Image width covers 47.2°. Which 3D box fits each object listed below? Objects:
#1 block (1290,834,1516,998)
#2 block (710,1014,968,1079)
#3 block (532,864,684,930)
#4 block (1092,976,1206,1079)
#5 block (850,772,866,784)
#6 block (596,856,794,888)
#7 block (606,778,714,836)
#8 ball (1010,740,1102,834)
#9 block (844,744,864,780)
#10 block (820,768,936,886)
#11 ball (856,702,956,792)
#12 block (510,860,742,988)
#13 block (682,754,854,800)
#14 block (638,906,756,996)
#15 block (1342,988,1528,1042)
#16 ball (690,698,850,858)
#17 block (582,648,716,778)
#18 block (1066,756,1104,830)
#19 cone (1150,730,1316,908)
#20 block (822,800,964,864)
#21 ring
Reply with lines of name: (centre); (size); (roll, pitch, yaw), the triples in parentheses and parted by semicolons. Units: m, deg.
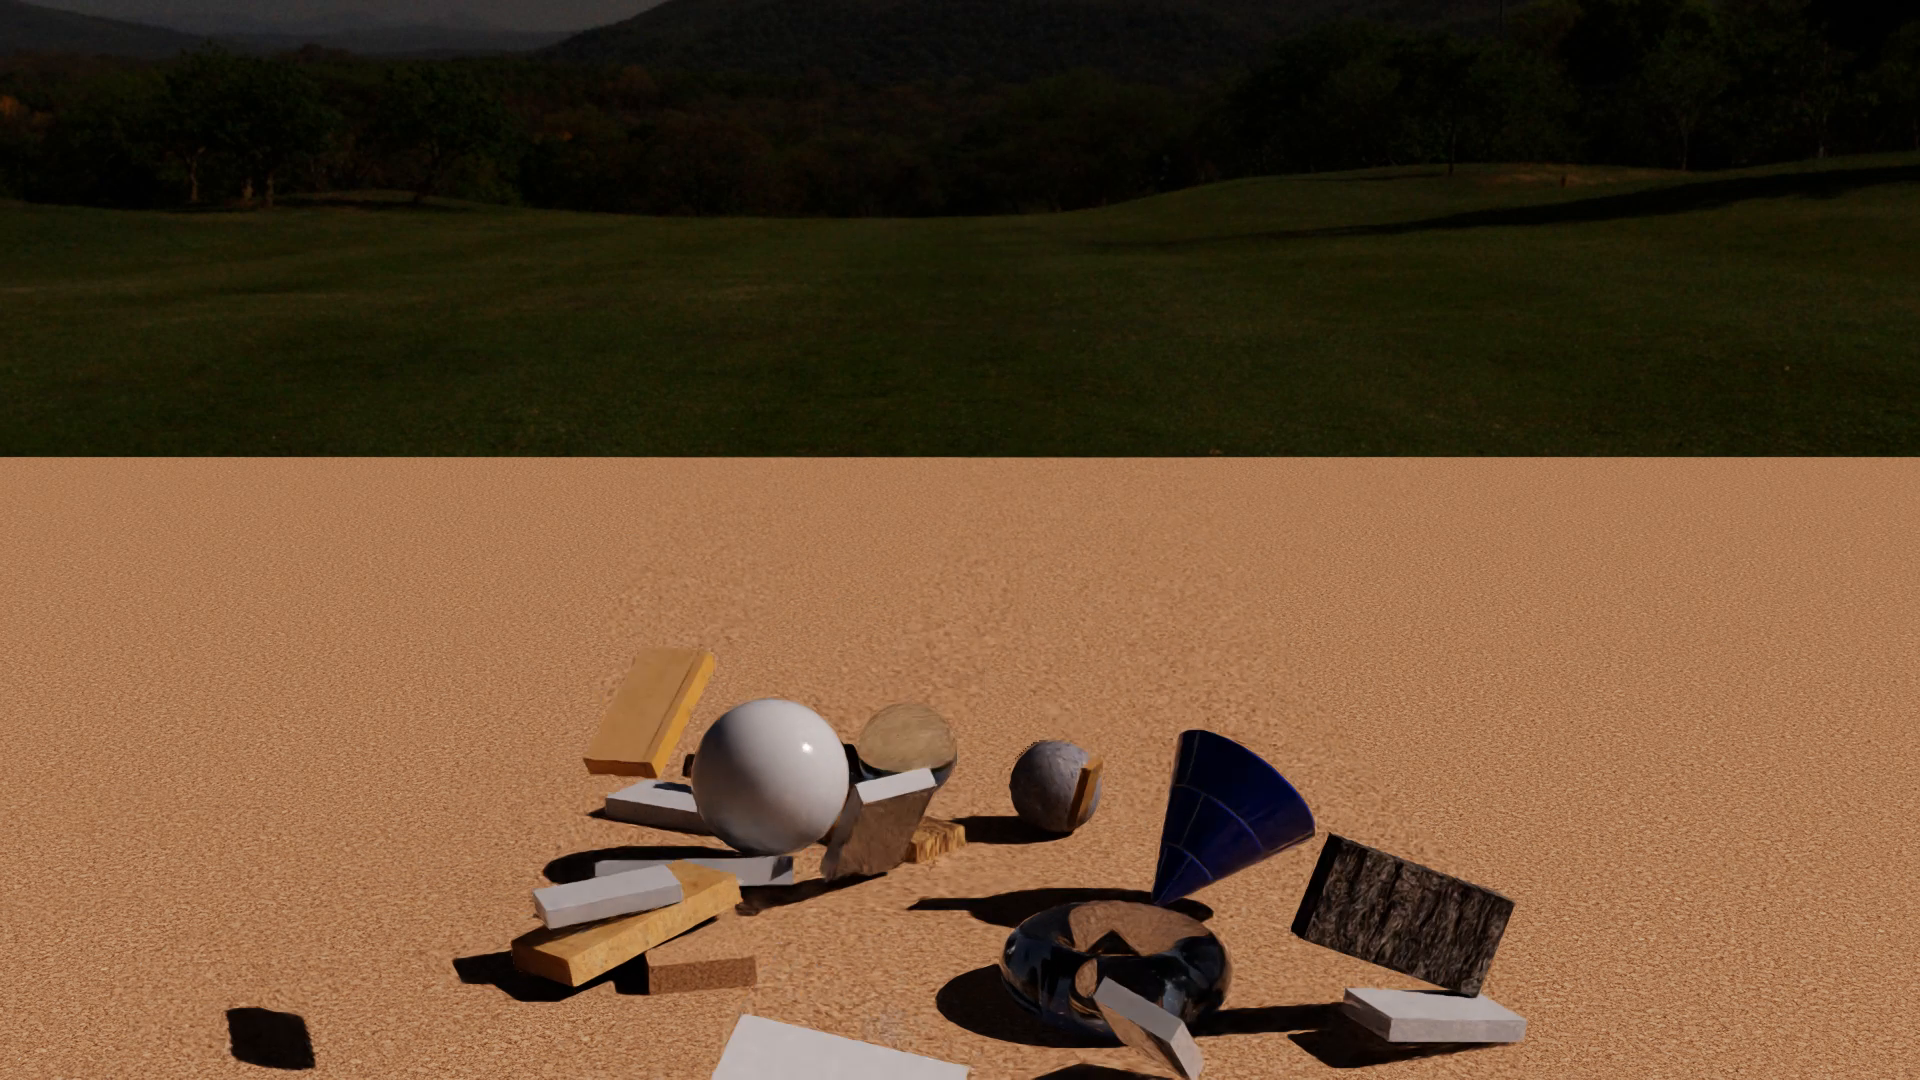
block: (0.626, 0.531, 3.103); (0.295, 0.148, 0.042); (21, 2, -18)
block: (-0.148, 0.675, 2.711); (0.295, 0.042, 0.148); (12, 23, 6)
block: (-0.535, 0.540, 3.337); (0.206, 0.029, 0.103); (-9, 12, -21)
block: (0.248, 0.639, 2.857); (0.115, 0.033, 0.229); (26, -17, 24)
block: (-0.181, 0.449, 4.047); (0.166, 0.015, 0.054); (24, -10, 38)
block: (-0.433, 0.550, 3.618); (0.316, 0.045, 0.158); (-1, -10, -4)
block: (-0.509, 0.495, 4.076); (0.266, 0.038, 0.133); (5, 12, 27)
ball: (0.173, 0.447, 3.982); (0.167, 0.167, 0.167); (0, 11, 0)
block: (-0.210, 0.422, 4.149); (0.054, 0.109, 0.015); (8, 52, 30)
block: (-0.138, 0.477, 3.644); (0.133, 0.266, 0.038); (-11, 56, -27)
ball: (-0.100, 0.396, 4.103); (0.185, 0.185, 0.185); (0, 11, 0)
block: (-0.507, 0.582, 3.360); (0.316, 0.045, 0.158); (-23, 17, -40)
block: (-0.355, 0.452, 4.114); (0.295, 0.042, 0.148); (4, -15, 27)
block: (-0.418, 0.616, 3.402); (0.158, 0.045, 0.316); (-3, 11, -13)
block: (0.662, 0.664, 3.070); (0.230, 0.033, 0.115); (7, 7, -25)
ball: (-0.322, 0.404, 3.736); (0.269, 0.269, 0.269); (0, 11, 0)
block: (-0.415, 0.229, 2.948); (0.103, 0.029, 0.206); (1, 43, 22)
block: (0.202, 0.410, 3.563); (0.015, 0.109, 0.054); (22, 21, 20)
cone: (0.376, 0.488, 3.477); (0.266, 0.266, 0.266); (12, 54, 49)
block: (-0.137, 0.520, 3.944); (0.265, 0.038, 0.133); (8, 13, 38)
ring: (0.227, 0.621, 3.199); (0.339, 0.113, 0.339); (1, 11, 0)
